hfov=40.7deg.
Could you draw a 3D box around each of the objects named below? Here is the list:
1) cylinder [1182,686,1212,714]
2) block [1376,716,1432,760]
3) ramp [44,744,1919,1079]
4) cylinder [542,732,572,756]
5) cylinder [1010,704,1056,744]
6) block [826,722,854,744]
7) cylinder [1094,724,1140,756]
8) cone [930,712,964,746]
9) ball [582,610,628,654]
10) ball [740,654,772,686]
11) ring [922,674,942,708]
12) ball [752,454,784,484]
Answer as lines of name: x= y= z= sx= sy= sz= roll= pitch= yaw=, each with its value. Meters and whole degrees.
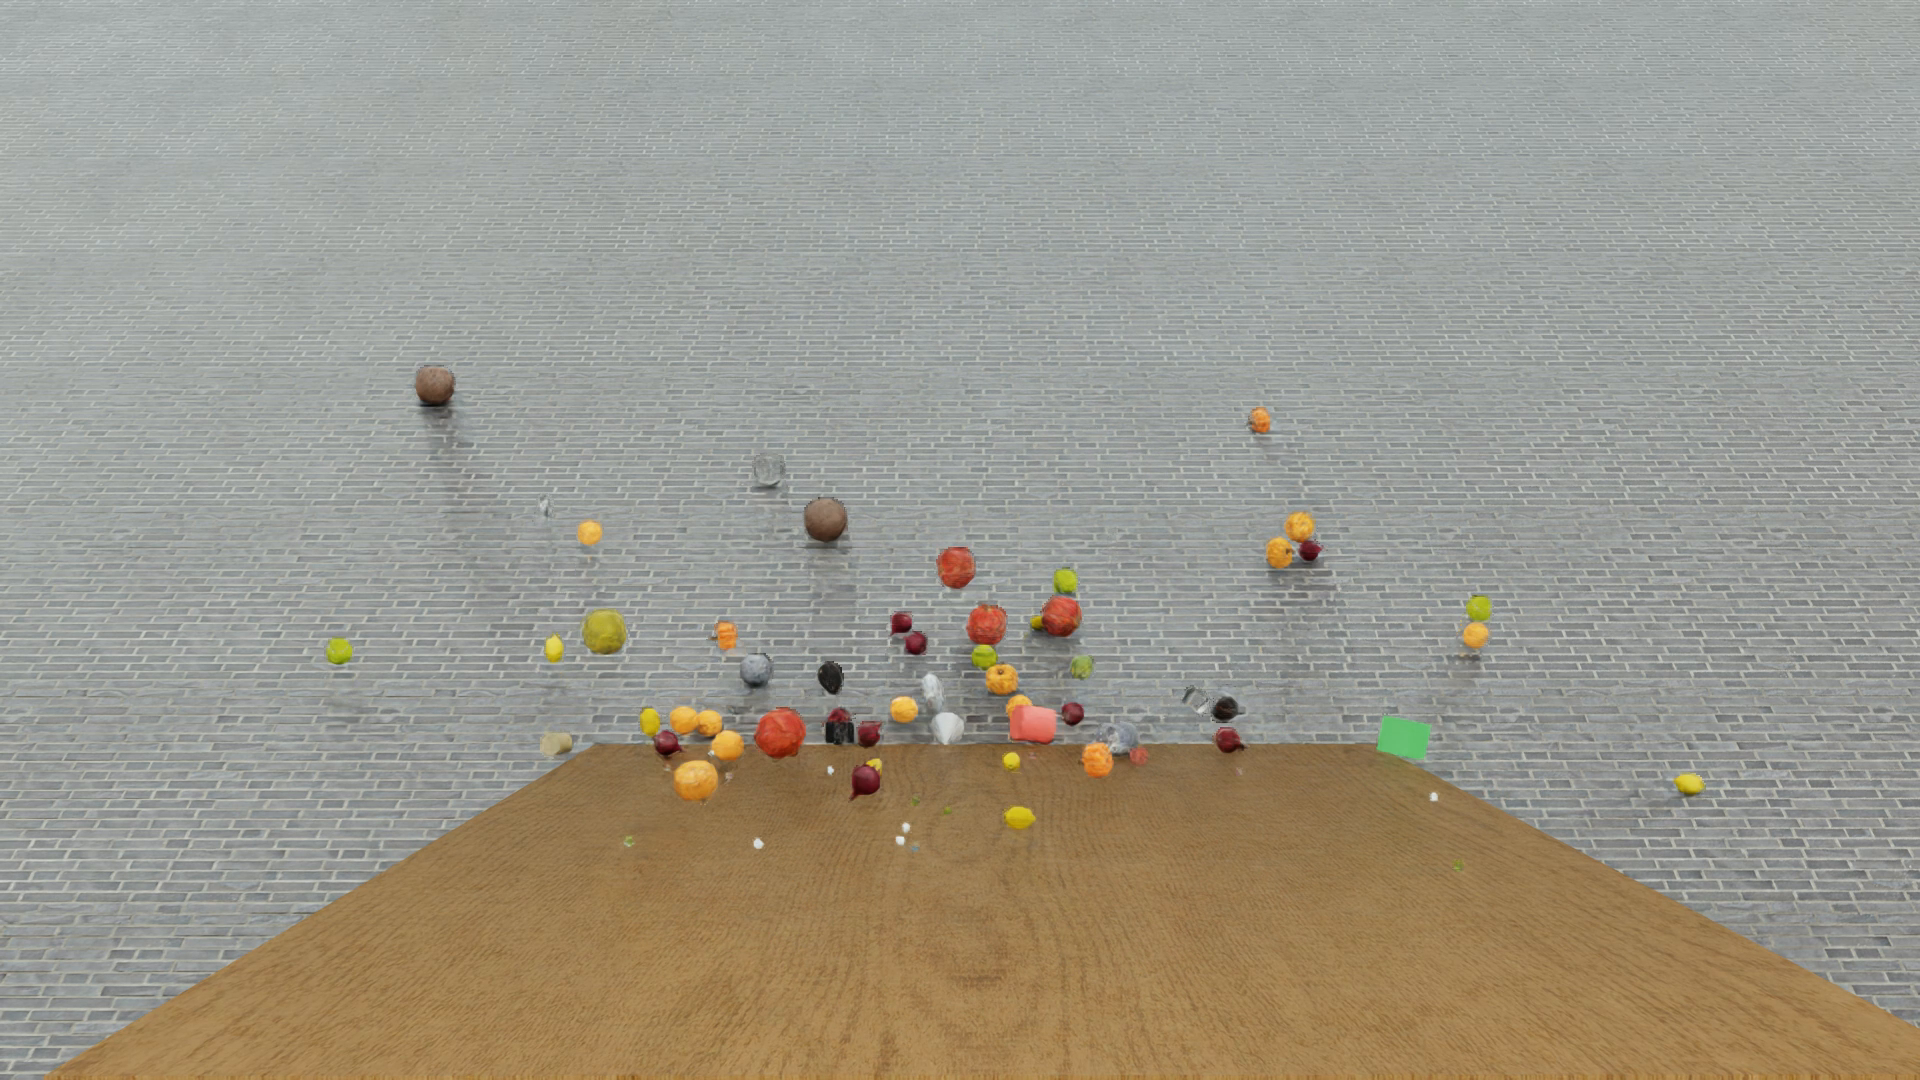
cylinder: x=0.630 y=0.427 z=6.883 sx=0.054 sy=0.054 sz=0.054 roll=-23 pitch=57 yaw=-35
block: x=1.094 y=0.487 z=6.376 sx=0.087 sy=0.087 sz=0.087 roll=12 pitch=0 yaw=40
ramp: x=0.065 y=0.585 z=4.633 sx=2.000 sy=0.100 sz=4.000 roll=0 pitch=0 yaw=0
cylinder: x=-0.989 y=0.500 z=6.351 sx=0.055 sy=0.055 sz=0.055 roll=15 pitch=7 yaw=25
cylinder: x=0.188 y=0.475 z=6.667 sx=0.093 sy=0.093 sz=0.093 roll=10 pitch=26 yaw=-19
block: x=-0.311 y=0.498 z=6.688 sx=0.053 sy=0.053 sz=0.053 roll=0 pitch=-1 yaw=-36
cylinder: x=0.383 y=0.487 z=6.301 sx=0.077 sy=0.077 sz=0.077 roll=0 pitch=21 yaw=-47
cone: x=-0.036 y=0.504 z=6.631 sx=0.090 sy=0.090 sz=0.090 roll=2 pitch=27 yaw=4
ball: x=-0.722 y=0.188 z=5.254 sx=0.091 sy=0.091 sz=0.091 roll=0 pitch=29 yaw=0
ball: x=-0.554 y=0.354 z=7.028 sx=0.088 sy=0.088 sz=0.088 roll=0 pitch=29 yaw=0
ring: x=-0.073 y=0.404 z=6.894 sx=0.033 sy=0.098 sz=0.098 roll=-17 pitch=27 yaw=12
ball: x=-0.596 y=-0.220 z=8.050 sx=0.097 sy=0.097 sz=0.097 roll=0 pitch=29 yaw=0
